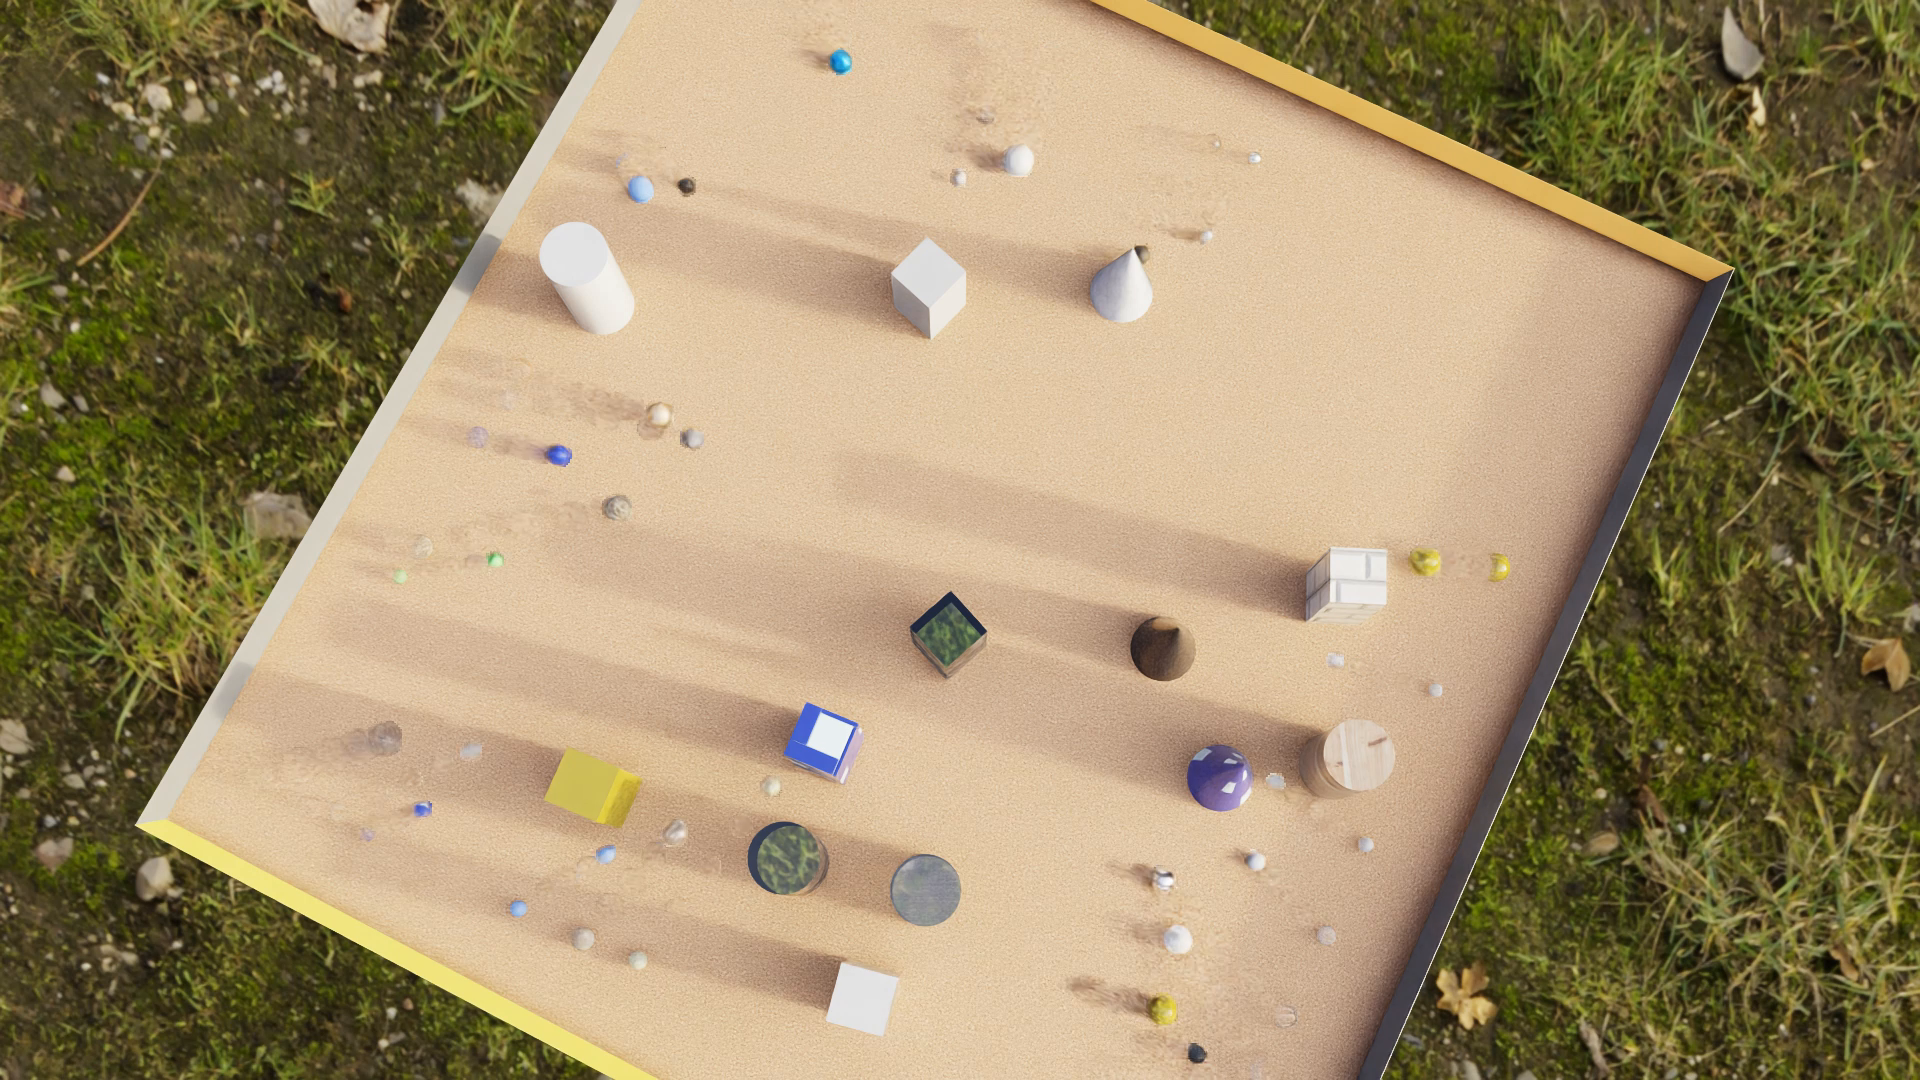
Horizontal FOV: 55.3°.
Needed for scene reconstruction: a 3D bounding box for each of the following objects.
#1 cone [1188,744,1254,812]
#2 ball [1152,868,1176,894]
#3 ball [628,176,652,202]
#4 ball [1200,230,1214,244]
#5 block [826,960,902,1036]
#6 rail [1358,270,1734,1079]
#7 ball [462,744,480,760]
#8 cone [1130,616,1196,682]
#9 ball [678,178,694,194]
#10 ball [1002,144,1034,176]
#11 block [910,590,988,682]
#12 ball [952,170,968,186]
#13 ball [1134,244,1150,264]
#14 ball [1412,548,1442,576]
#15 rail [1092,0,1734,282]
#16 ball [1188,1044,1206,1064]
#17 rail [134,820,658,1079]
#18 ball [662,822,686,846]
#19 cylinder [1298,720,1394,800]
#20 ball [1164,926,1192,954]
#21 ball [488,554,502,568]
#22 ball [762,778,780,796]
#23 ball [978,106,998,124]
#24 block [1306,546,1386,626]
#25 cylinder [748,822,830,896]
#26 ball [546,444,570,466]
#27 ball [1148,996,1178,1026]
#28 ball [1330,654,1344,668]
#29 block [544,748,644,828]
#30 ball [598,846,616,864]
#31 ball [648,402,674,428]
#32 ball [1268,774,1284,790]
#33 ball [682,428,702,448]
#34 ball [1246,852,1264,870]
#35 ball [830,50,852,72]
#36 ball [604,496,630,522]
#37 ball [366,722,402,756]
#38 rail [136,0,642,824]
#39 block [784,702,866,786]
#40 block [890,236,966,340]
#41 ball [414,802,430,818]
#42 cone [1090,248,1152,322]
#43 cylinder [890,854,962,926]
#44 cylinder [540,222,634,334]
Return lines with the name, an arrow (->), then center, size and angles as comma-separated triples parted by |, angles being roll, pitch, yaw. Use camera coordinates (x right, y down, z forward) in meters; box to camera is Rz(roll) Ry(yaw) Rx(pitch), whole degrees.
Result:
cone -> 0.777, 0.662, 5.237 | 0.199, 0.475, 0.199 | 0, 78, 0
ball -> 0.598, 0.998, 5.372 | 0.075, 0.075, 0.075 | 0, 78, 0
ball -> -1.012, -1.113, 5.807 | 0.078, 0.078, 0.078 | 0, 78, 0
ball -> 0.779, -0.958, 5.792 | 0.045, 0.045, 0.045 | 0, 78, 0
block -> -0.265, 1.283, 5.149 | 0.159, 0.395, 0.159 | 15, 79, 3
rail -> 1.553, 0.767, 5.391 | 0.045, 0.129, 3.663 | 26, 80, 5
ball -> -1.454, 0.631, 5.460 | 0.052, 0.052, 0.052 | 0, 78, 0
cone -> 0.615, 0.288, 5.348 | 0.199, 0.410, 0.199 | 0, 78, 0
ball -> -0.869, -1.124, 5.823 | 0.052, 0.052, 0.052 | 0, 78, 0
ball -> 0.186, -1.206, 5.815 | 0.099, 0.099, 0.099 | 0, 78, 0
block -> -0.033, 0.285, 5.405 | 0.159, 0.298, 0.159 | -41, 81, -8
ball -> -0.001, -1.151, 5.831 | 0.047, 0.047, 0.047 | 0, 78, 0
ball -> 0.564, -0.893, 5.741 | 0.062, 0.062, 0.062 | 0, 78, 0
ball -> 1.414, 0.067, 5.557 | 0.089, 0.089, 0.089 | 0, 78, 0
rail -> 0.808, -1.576, 5.876 | 3.520, 0.129, 0.045 | 26, 80, 5
ball -> 0.682, 1.482, 5.282 | 0.053, 0.053, 0.053 | 0, 78, 0
rail -> -0.808, 1.590, 5.220 | 3.520, 0.129, 0.045 | 26, 80, 5
ball -> -0.842, 0.866, 5.402 | 0.069, 0.069, 0.069 | 0, 78, 0
cylinder -> 1.111, 0.637, 5.288 | 0.199, 0.385, 0.199 | 0, 78, 0
ball -> 0.636, 1.163, 5.334 | 0.082, 0.082, 0.082 | 0, 78, 0
ball -> -1.415, 0.063, 5.580 | 0.045, 0.045, 0.045 | 0, 78, 0
ball -> -0.559, 0.734, 5.437 | 0.055, 0.055, 0.055 | 0, 78, 0
ball -> 0.088, -1.360, 5.867 | 0.061, 0.061, 0.061 | 0, 78, 0
block -> 1.134, 0.139, 5.398 | 0.159, 0.372, 0.159 | 3, 78, 1
cylinder -> -0.486, 0.914, 5.231 | 0.199, 0.385, 0.199 | 0, 78, 0
ball -> -1.235, -0.261, 5.636 | 0.069, 0.069, 0.069 | 0, 78, 0
ball -> 0.585, 1.359, 5.292 | 0.085, 0.085, 0.085 | 0, 78, 0
ball -> 1.133, 0.365, 5.520 | 0.041, 0.041, 0.041 | 0, 78, 0
block -> -1.048, 0.716, 5.270 | 0.159, 0.389, 0.159 | 22, 79, 4
ball -> -1.040, 0.928, 5.400 | 0.049, 0.049, 0.049 | 0, 78, 0
ball -> -0.925, -0.386, 5.656 | 0.079, 0.079, 0.079 | 0, 78, 0
ball -> 0.940, 0.720, 5.445 | 0.045, 0.045, 0.045 | 0, 78, 0
ball -> -0.825, -0.313, 5.649 | 0.064, 0.064, 0.064 | 0, 78, 0
ball -> 0.869, 0.945, 5.393 | 0.055, 0.055, 0.055 | 0, 78, 0
ball -> -0.384, -1.541, 5.899 | 0.072, 0.072, 0.072 | 0, 78, 0
ball -> -1.046, -0.095, 5.596 | 0.079, 0.079, 0.079 | 0, 78, 0
ball -> -1.711, 0.592, 5.444 | 0.097, 0.097, 0.097 | 0, 78, 0
rail -> -1.553, -0.754, 5.706 | 0.045, 0.129, 3.663 | 26, 80, 5
block -> -0.388, 0.594, 5.304 | 0.159, 0.373, 0.159 | 22, 79, 4
block -> -0.094, -0.768, 5.619 | 0.159, 0.306, 0.159 | 43, 81, 8
ball -> -1.592, 0.800, 5.426 | 0.049, 0.049, 0.049 | 0, 78, 0
cone -> 0.509, -0.821, 5.584 | 0.199, 0.397, 0.199 | 0, 78, 0
cylinder -> -0.095, 1.006, 5.253 | 0.199, 0.303, 0.199 | 0, 78, 0
cylinder -> -1.124, -0.786, 5.551 | 0.199, 0.448, 0.199 | 0, 78, 0
